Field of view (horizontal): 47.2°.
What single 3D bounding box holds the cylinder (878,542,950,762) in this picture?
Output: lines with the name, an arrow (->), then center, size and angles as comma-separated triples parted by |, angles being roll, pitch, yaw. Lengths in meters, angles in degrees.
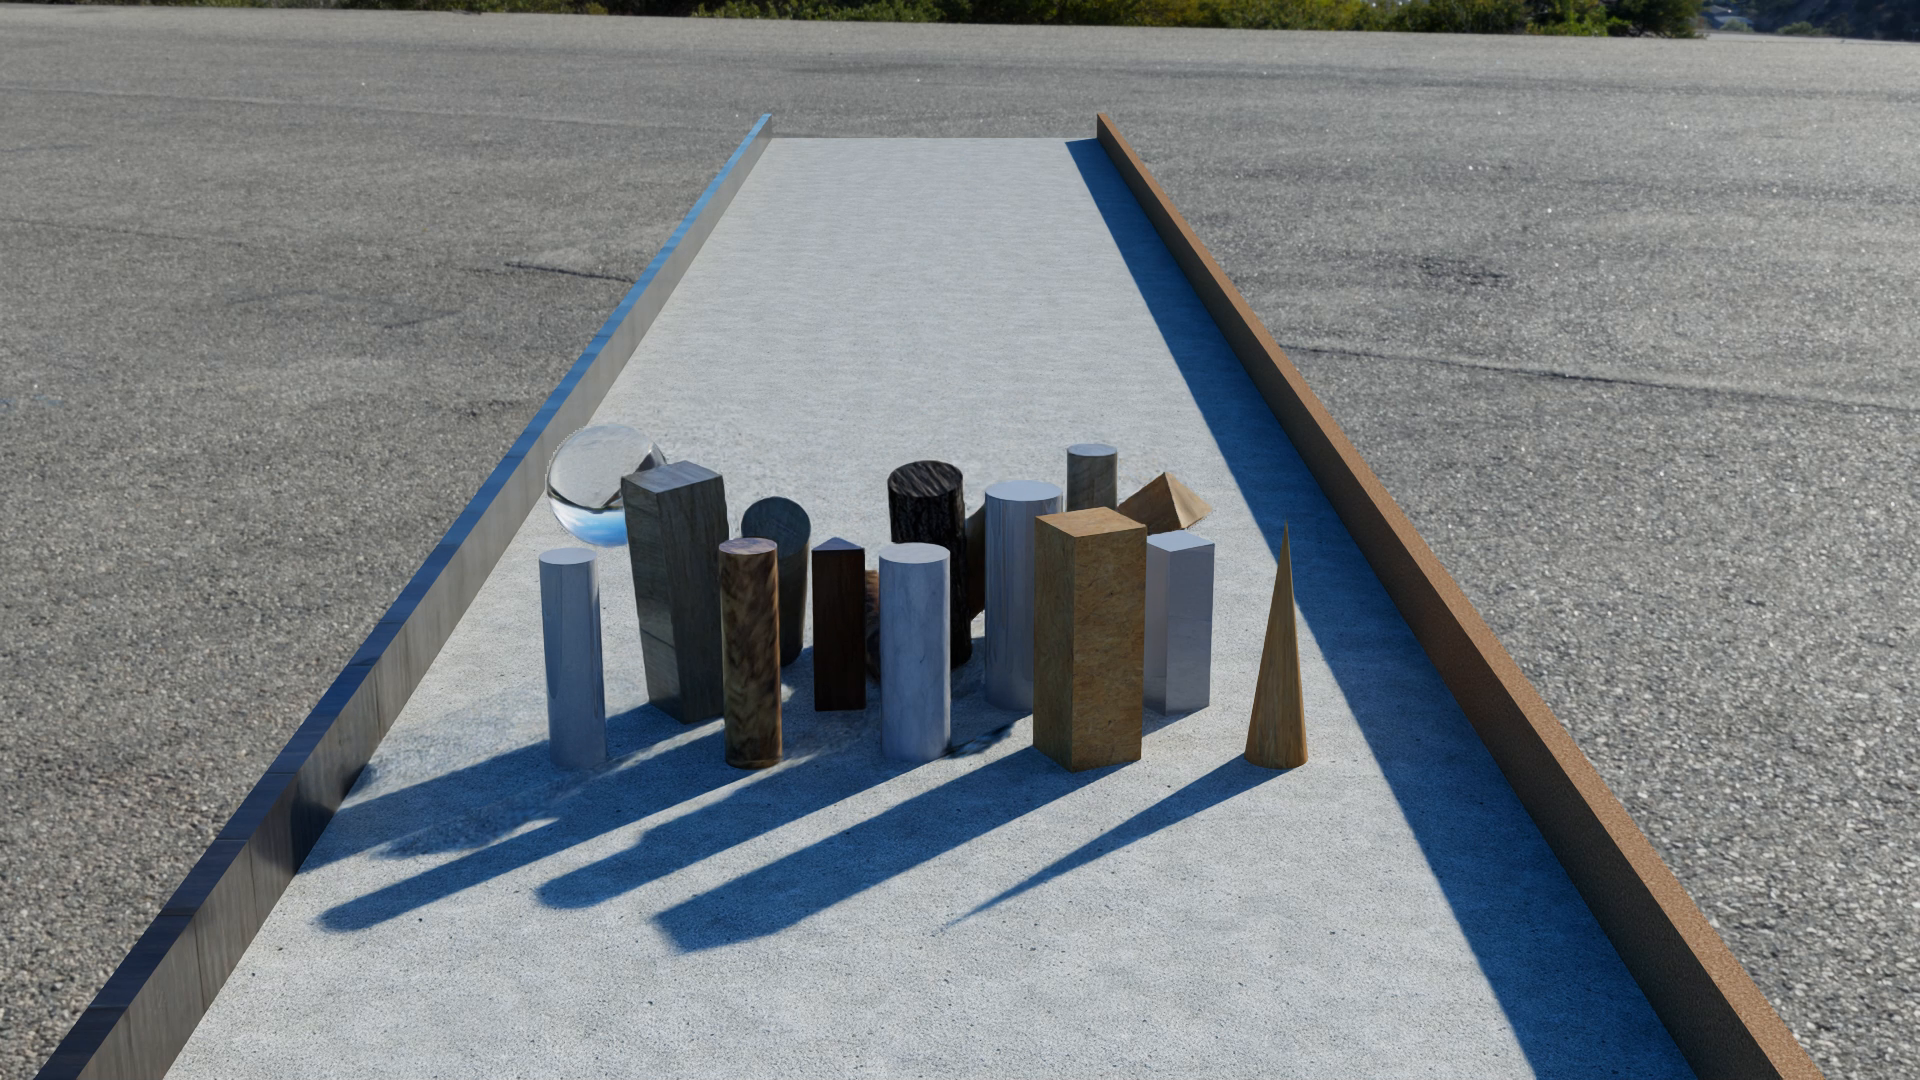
cylinder -> -0.080, 0.199, 3.908 | 0.125, 0.369, 0.125 | 0, 17, 0

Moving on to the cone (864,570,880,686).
cone -> -0.163, 0.219, 4.357 | 0.154, 0.154, 0.385 | -3, 28, -9

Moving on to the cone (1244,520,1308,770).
cone -> 0.564, 0.173, 3.861 | 0.113, 0.447, 0.113 | 0, 17, 0

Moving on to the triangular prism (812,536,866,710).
triangular prism -> -0.230, 0.157, 4.143 | 0.095, 0.316, 0.083 | -2, 17, -6

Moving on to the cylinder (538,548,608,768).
cylinder -> -0.680, 0.207, 3.870 | 0.101, 0.376, 0.101 | 0, 17, 0

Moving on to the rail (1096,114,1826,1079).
rail -> 0.932, -0.844, 7.801 | 0.050, 0.150, 12.000 | 0, 17, -1

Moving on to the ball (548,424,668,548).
ball -> -0.665, -0.103, 4.180 | 0.235, 0.235, 0.235 | 0, 17, 0

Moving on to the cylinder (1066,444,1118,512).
cylinder -> 0.259, 0.032, 4.358 | 0.100, 0.434, 0.100 | 0, 17, 0

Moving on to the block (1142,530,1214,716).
block -> 0.401, 0.156, 4.136 | 0.104, 0.323, 0.104 | -10, 19, -31

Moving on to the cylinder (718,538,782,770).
cylinder -> -0.367, 0.200, 3.860 | 0.102, 0.396, 0.102 | 0, 17, 0

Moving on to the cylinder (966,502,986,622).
cylinder -> 0.039, 0.045, 4.445 | 0.157, 0.157, 0.378 | -11, -19, -33

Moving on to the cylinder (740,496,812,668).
cylinder -> -0.356, 0.089, 4.197 | 0.128, 0.459, 0.128 | 3, 61, -5

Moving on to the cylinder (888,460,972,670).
cylinder -> -0.057, 0.053, 4.311 | 0.144, 0.397, 0.144 | -2, 31, 1

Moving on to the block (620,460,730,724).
block -> -0.511, 0.096, 4.090 | 0.138, 0.452, 0.138 | -17, 23, -32

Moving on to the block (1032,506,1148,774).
block -> 0.227, 0.175, 3.882 | 0.142, 0.431, 0.142 | -8, 18, -26

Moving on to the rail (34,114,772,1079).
rail -> -1.118, -0.838, 7.780 | 0.050, 0.150, 12.000 | 0, 17, -1

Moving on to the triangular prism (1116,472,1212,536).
triangular prism -> 0.293, 0.019, 4.484 | 0.458, 0.112, 0.129 | -37, -5, 38

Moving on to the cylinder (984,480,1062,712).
cylinder -> 0.119, 0.105, 4.153 | 0.144, 0.411, 0.144 | 0, 17, 0
